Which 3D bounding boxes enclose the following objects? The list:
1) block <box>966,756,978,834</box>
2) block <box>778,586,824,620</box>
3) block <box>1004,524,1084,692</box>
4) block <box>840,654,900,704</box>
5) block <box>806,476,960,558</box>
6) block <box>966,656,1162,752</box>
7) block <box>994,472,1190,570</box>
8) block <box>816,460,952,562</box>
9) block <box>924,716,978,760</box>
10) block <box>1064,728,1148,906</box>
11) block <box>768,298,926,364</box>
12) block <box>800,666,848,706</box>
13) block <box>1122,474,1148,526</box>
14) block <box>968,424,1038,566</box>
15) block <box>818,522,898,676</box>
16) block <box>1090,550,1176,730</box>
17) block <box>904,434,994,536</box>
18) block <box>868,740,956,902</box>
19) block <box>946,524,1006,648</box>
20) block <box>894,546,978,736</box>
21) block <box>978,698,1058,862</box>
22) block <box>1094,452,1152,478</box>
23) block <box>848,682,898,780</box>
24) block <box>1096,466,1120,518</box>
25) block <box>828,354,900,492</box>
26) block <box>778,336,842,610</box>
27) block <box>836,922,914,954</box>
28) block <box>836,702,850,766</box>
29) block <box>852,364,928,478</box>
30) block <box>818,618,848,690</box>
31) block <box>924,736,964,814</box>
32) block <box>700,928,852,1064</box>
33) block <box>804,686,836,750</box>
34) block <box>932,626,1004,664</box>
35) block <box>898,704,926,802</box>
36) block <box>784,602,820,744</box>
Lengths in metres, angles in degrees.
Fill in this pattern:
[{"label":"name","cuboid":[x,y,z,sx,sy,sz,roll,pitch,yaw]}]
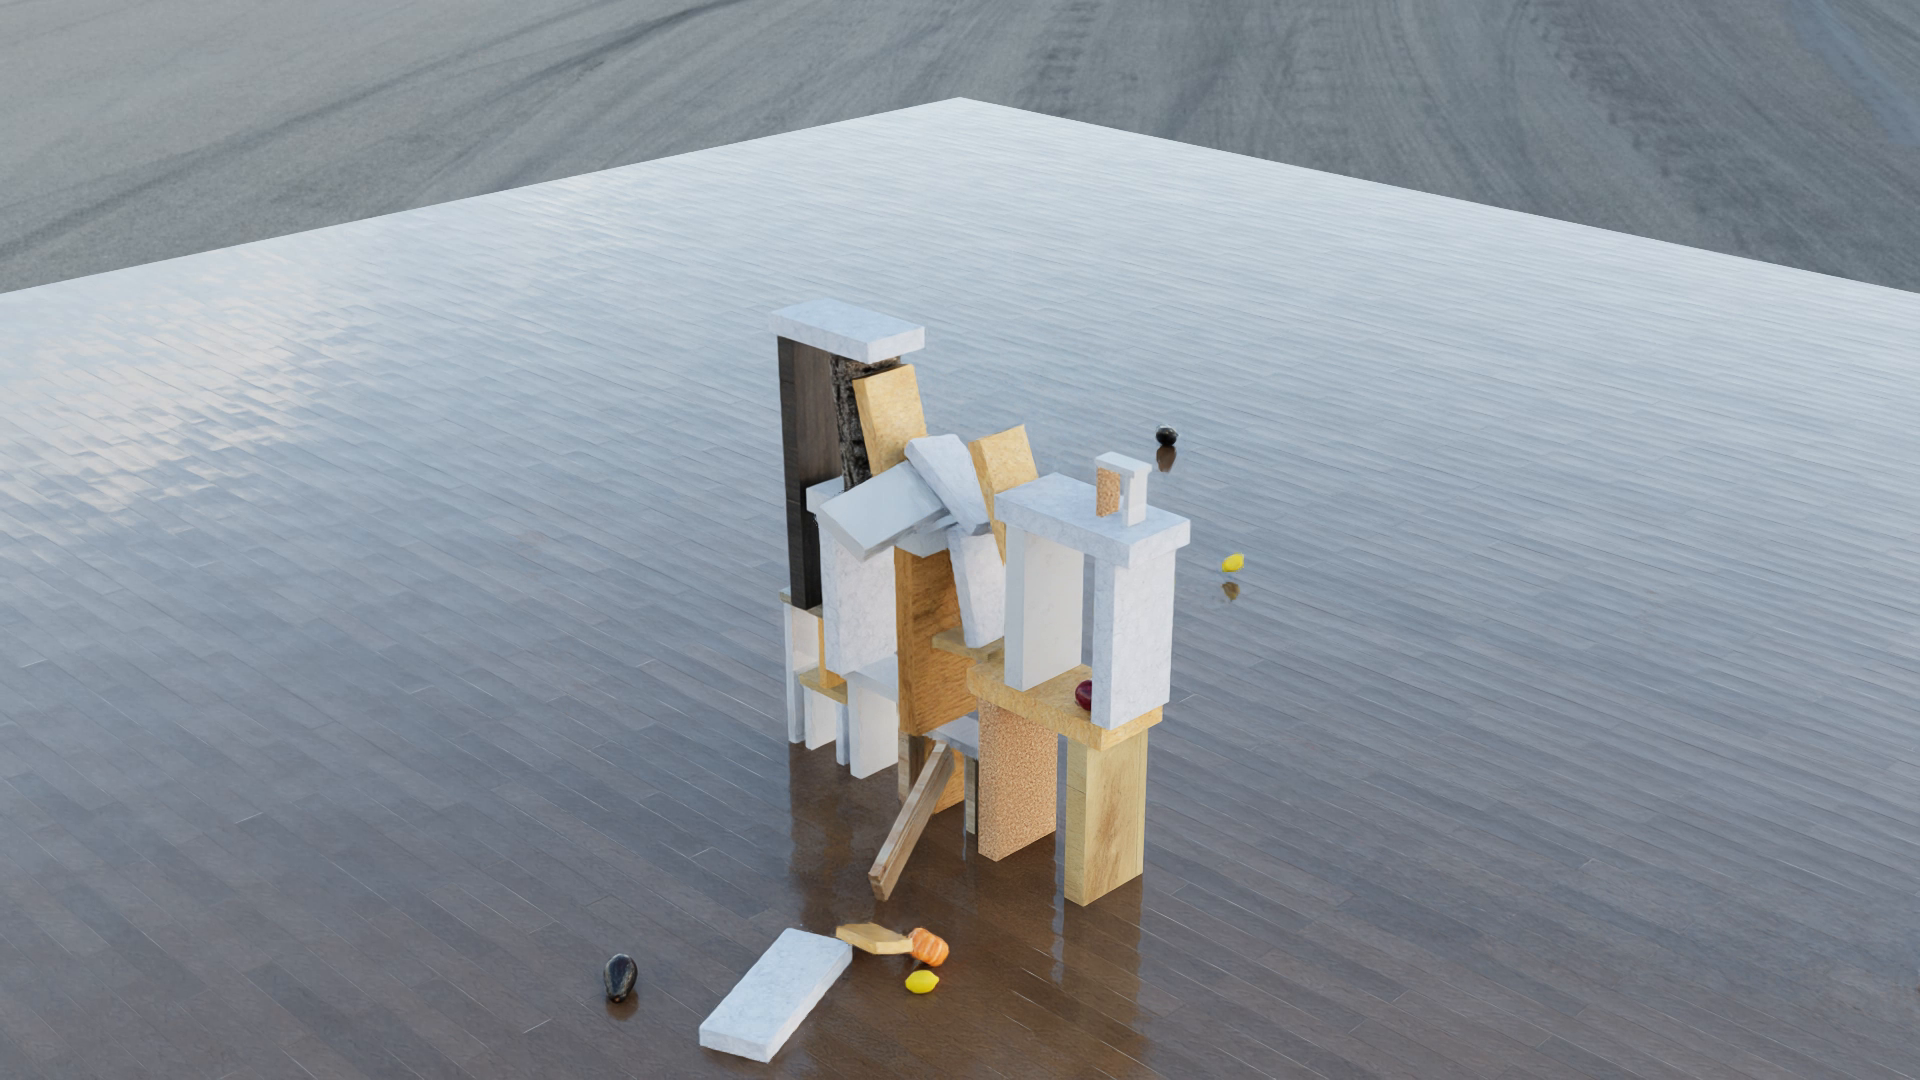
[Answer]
[{"label":"block","cuboid":[0.051,0.493,4.381,0.024,0.169,0.085,21,31,41]},{"label":"block","cuboid":[-0.296,0.127,4.595,0.159,0.023,0.080,21,31,40]},{"label":"block","cuboid":[0.157,0.104,4.098,0.046,0.327,0.163,21,31,40]},{"label":"block","cuboid":[-0.132,0.282,4.492,0.109,0.031,0.218,-21,29,-40]},{"label":"block","cuboid":[-0.128,-0.058,4.331,0.169,0.048,0.338,-21,30,-40]},{"label":"block","cuboid":[0.194,0.291,4.138,0.342,0.048,0.171,21,31,41]},{"label":"block","cuboid":[0.235,-0.038,3.954,0.163,0.046,0.327,-21,31,-40]},{"label":"block","cuboid":[-0.135,-0.060,4.163,0.129,0.037,0.258,43,48,21]},{"label":"block","cuboid":[0.005,0.386,4.383,0.169,0.024,0.085,20,31,41]},{"label":"block","cuboid":[0.275,0.502,4.140,0.048,0.342,0.171,21,31,41]},{"label":"block","cuboid":[-0.222,-0.410,4.289,0.147,0.042,0.294,-21,30,-39]},{"label":"block","cuboid":[-0.263,0.305,4.641,0.147,0.021,0.073,21,31,40]},{"label":"block","cuboid":[0.307,-0.074,3.860,0.047,0.094,0.013,-21,31,-40]},{"label":"block","cuboid":[0.099,-0.084,4.085,0.118,0.236,0.033,-21,8,-41]},{"label":"block","cuboid":[-0.201,0.090,4.479,0.169,0.338,0.048,-21,29,-40]},{"label":"block","cuboid":[0.312,0.164,3.957,0.163,0.327,0.046,-21,31,-40]},{"label":"block","cuboid":[0.004,-0.107,4.212,0.118,0.033,0.236,-10,51,-42]},{"label":"block","cuboid":[-0.091,0.538,4.241,0.021,0.075,0.347,8,45,23]},{"label":"block","cuboid":[0.043,0.077,4.232,0.033,0.236,0.118,3,19,42]},{"label":"block","cuboid":[-0.046,0.178,4.341,0.169,0.394,0.048,-21,29,-40]},{"label":"block","cuboid":[0.114,0.439,4.288,0.048,0.342,0.171,21,31,41]},{"label":"block","cuboid":[0.285,-0.132,3.860,0.094,0.013,0.047,21,31,41]},{"label":"block","cuboid":[-0.181,0.379,4.588,0.109,0.218,0.031,-21,30,-40]},{"label":"block","cuboid":[0.263,-0.091,3.901,0.047,0.094,0.013,-21,31,-40]},{"label":"block","cuboid":[-0.172,-0.234,4.304,0.147,0.294,0.042,-21,23,-40]},{"label":"block","cuboid":[-0.290,-0.150,4.477,0.042,0.580,0.147,17,28,38]},{"label":"block","cuboid":[-0.154,0.715,3.947,0.075,0.021,0.149,1,2,-32]},{"label":"block","cuboid":[-0.228,0.395,4.641,0.021,0.147,0.073,21,31,40]},{"label":"block","cuboid":[-0.125,-0.202,4.277,0.129,0.258,0.037,-21,15,-40]},{"label":"block","cuboid":[-0.258,0.225,4.597,0.023,0.159,0.080,21,31,40]},{"label":"block","cuboid":[-0.031,0.461,4.456,0.024,0.169,0.085,20,30,41]},{"label":"block","cuboid":[-0.318,0.792,3.848,0.129,0.037,0.332,9,25,21]},{"label":"block","cuboid":[-0.298,0.368,4.705,0.021,0.147,0.073,21,31,40]},{"label":"block","cuboid":[0.025,0.202,4.271,0.149,0.021,0.075,14,26,42]},{"label":"block","cuboid":[-0.076,0.420,4.492,0.109,0.218,0.031,-21,31,-41]},{"label":"block","cuboid":[-0.333,0.274,4.698,0.023,0.327,0.080,21,31,41]}]
